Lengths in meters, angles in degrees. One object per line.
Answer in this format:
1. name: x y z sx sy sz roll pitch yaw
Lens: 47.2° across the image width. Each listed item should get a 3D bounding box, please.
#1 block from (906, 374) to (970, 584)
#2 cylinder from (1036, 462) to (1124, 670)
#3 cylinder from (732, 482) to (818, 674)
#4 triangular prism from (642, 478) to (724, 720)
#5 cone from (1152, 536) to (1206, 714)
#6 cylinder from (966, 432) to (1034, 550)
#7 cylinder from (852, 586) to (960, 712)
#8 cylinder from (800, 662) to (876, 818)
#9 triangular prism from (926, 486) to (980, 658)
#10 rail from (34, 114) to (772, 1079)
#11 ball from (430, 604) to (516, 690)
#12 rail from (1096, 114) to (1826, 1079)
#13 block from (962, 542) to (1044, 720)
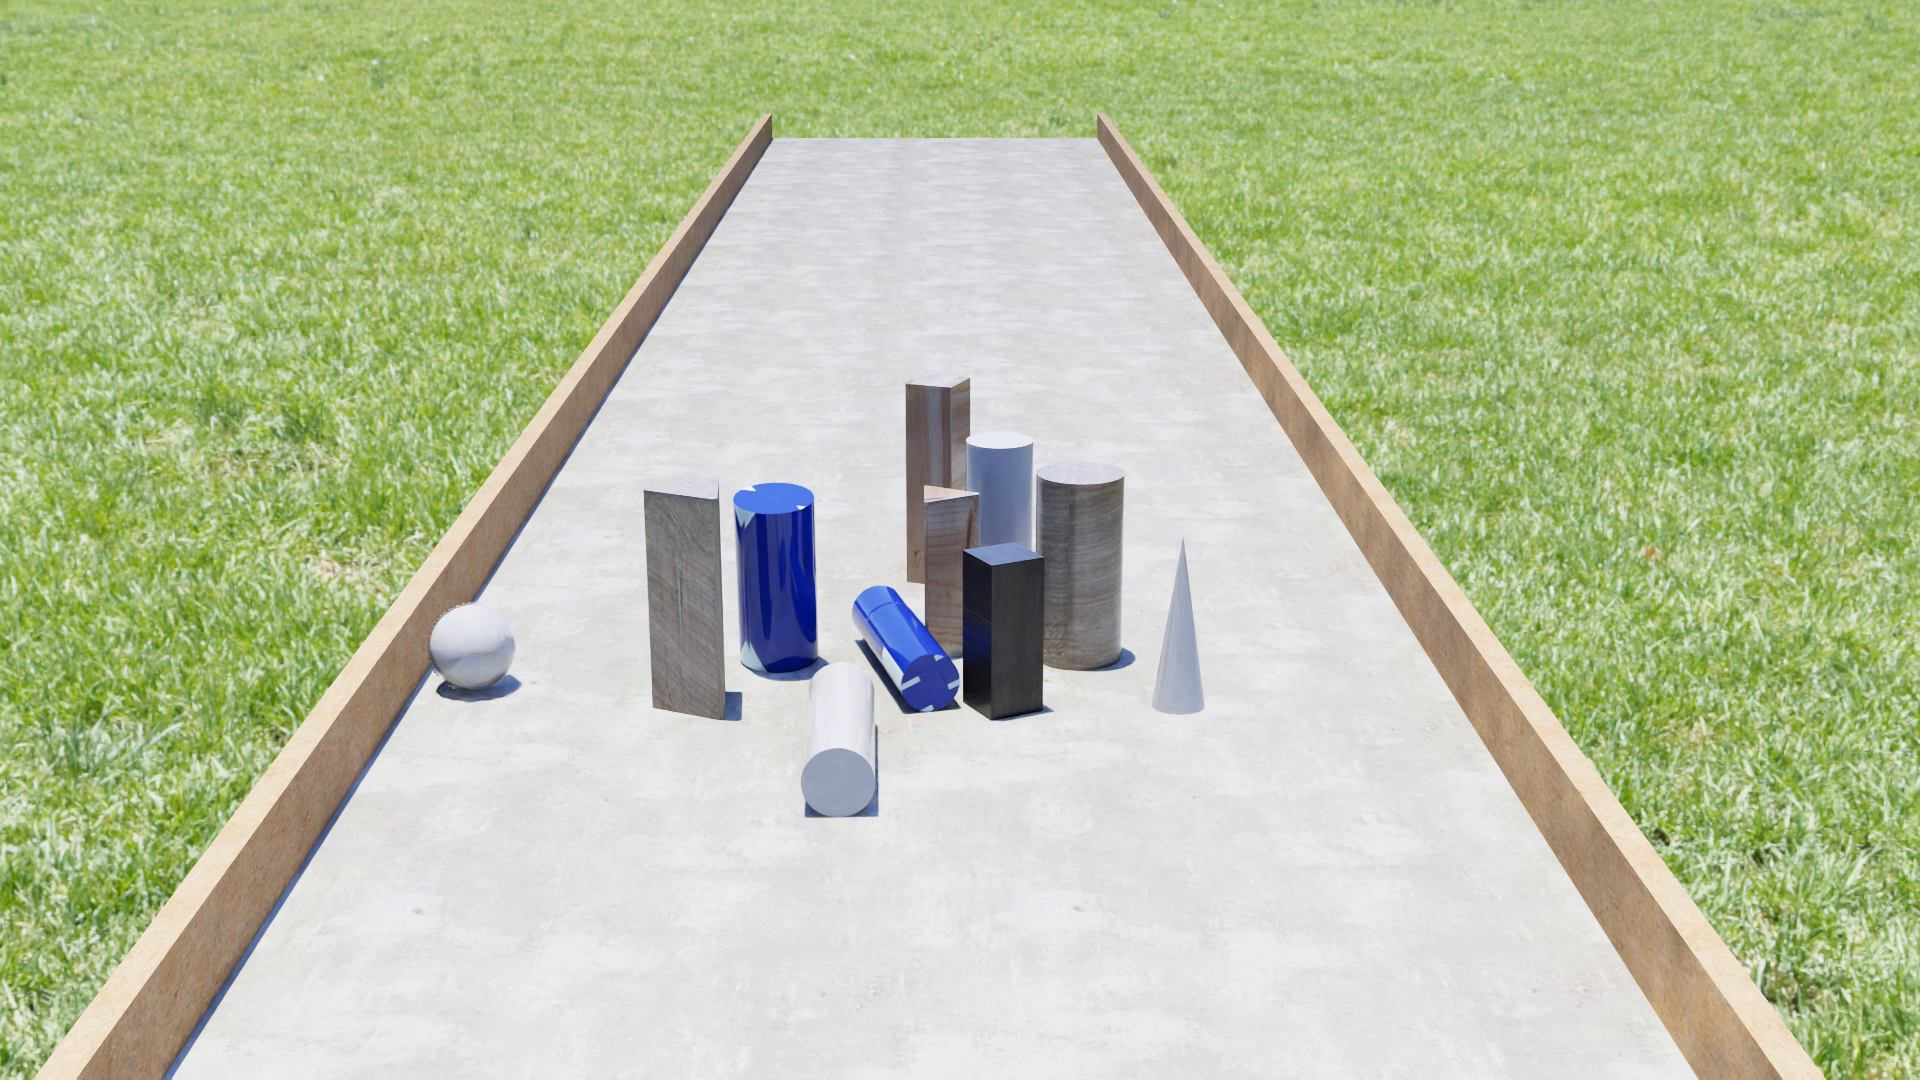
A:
1. block: -0.048 -0.132 4.875 0.109 0.453 0.109 7 18 21
2. cylinder: 0.237 0.051 4.384 0.174 0.383 0.174 0 17 0
3. cylinder: -0.362 0.075 4.346 0.158 0.342 0.158 0 24 0
4. triangular prism: -0.484 0.104 4.128 0.154 0.428 0.134 8 18 24
5. cone: 0.414 0.152 4.124 0.102 0.337 0.102 0 17 0
6. cylinder: 0.083 -0.026 4.646 0.142 0.381 0.142 0 17 0
7. cylinder: -0.111 0.208 4.327 0.114 0.114 0.438 -4 17 -14
8. cylinder: -0.211 0.344 3.854 0.124 0.124 0.418 -1 17 -2
9. triangular prism: -0.042 0.063 4.432 0.123 0.332 0.107 -10 19 -29
10. rail: -1.118 -0.838 7.780 0.050 0.150 12.000 0 17 -1
11. ball: -0.941 0.206 4.246 0.164 0.164 0.164 0 17 0
12. rail: 0.932 -0.844 7.801 0.050 0.150 12.000 0 17 -1
13. block: 0.081 0.170 4.123 0.112 0.303 0.112 -9 19 -27
